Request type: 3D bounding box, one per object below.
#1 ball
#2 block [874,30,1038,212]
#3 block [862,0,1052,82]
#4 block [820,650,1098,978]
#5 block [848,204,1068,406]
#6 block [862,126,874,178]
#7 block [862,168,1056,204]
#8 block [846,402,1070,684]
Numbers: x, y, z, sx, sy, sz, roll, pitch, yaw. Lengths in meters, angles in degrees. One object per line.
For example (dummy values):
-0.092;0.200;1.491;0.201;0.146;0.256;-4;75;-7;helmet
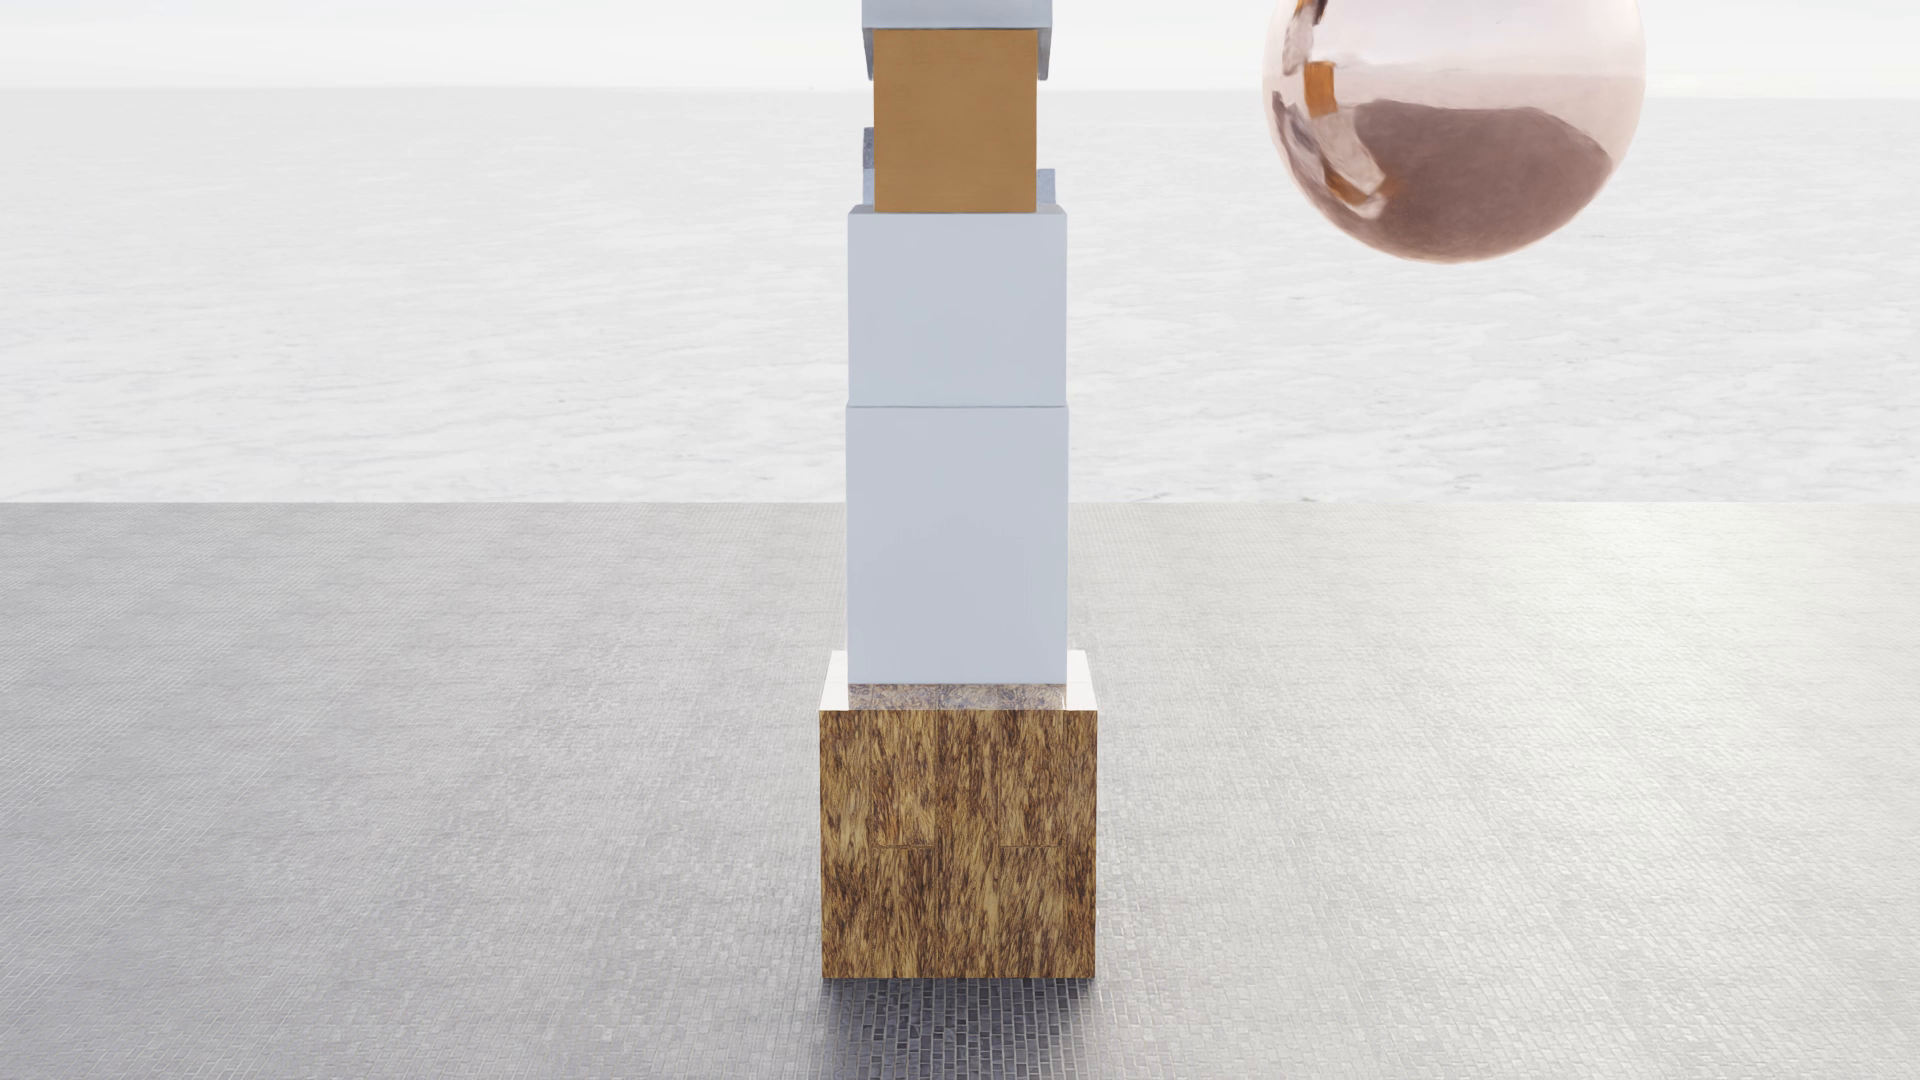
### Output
2.074;-1.963;10.823;1.600;1.600;1.600;0;10;0;ball
-0.018;-1.720;10.522;0.648;0.714;0.658;0;10;0;block
-0.011;-2.454;11.111;0.798;0.734;0.709;0;-8;0;block
-0.006;1.096;10.506;1.074;1.084;1.037;0;10;0;block
-0.010;-0.981;10.563;0.865;0.756;0.873;0;10;0;block
-0.078;-1.567;12.574;0.702;0.690;0.681;-5;53;6;block
-0.004;-1.065;11.788;0.870;0.942;0.871;0;-28;0;block
-0.011;-0.055;10.696;0.884;1.113;0.962;0;10;0;block
